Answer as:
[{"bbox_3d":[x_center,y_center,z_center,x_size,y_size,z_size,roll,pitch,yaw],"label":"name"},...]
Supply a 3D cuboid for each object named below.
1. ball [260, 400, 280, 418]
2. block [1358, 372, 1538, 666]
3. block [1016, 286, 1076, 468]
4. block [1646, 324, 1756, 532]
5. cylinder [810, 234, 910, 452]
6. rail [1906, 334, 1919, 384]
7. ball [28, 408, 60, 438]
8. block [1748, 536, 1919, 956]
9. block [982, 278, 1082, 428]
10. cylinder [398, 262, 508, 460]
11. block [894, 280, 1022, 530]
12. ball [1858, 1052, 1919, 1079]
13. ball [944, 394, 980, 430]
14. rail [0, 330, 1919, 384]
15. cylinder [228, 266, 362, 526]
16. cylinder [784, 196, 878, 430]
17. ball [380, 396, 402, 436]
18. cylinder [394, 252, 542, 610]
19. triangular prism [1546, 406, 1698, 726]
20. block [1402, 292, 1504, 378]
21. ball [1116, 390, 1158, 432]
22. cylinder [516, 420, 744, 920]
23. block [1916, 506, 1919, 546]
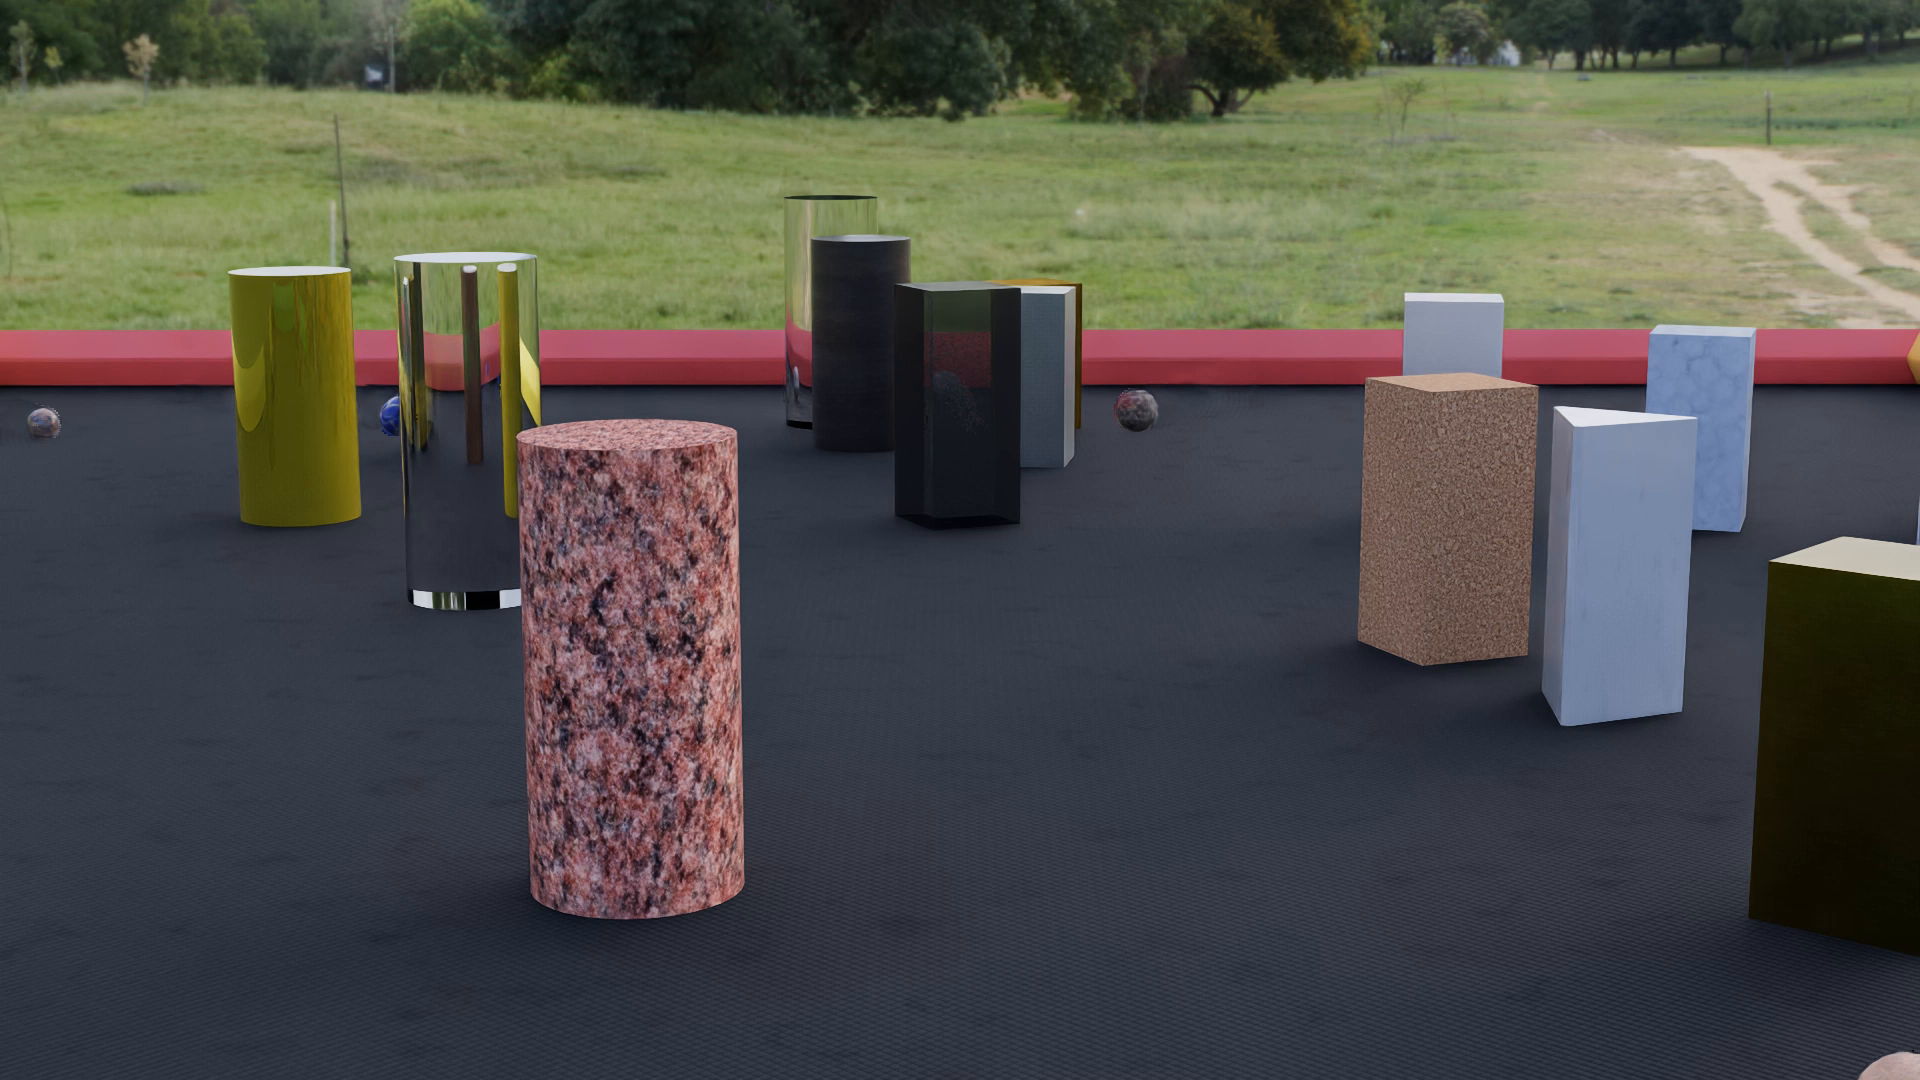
[{"bbox_3d":[-1.426,-0.271,5.307,0.041,0.041,0.041,0,11,0],"label":"ball"},{"bbox_3d":[0.607,-0.030,3.205,0.153,0.337,0.153,-4,11,-22],"label":"block"},{"bbox_3d":[0.126,-0.303,4.725,0.153,0.317,0.153,2,11,10],"label":"block"},{"bbox_3d":[1.180,-0.181,4.100,0.153,0.307,0.153,4,11,20],"label":"block"},{"bbox_3d":[-0.189,-0.378,4.912,0.191,0.397,0.191,0,11,0],"label":"cylinder"},{"bbox_3d":[2.189,0.030,3.462,0.045,0.124,4.918,0,11,0],"label":"rail"},{"bbox_3d":[-1.795,-0.228,5.025,0.060,0.060,0.060,0,11,0],"label":"ball"},{"bbox_3d":[0.788,0.170,2.192,0.153,0.314,0.153,9,14,40],"label":"block"},{"bbox_3d":[0.141,-0.374,5.178,0.153,0.292,0.153,-5,12,-27],"label":"block"},{"bbox_3d":[-0.951,-0.339,4.826,0.191,0.351,0.191,0,11,0],"label":"cylinder"},{"bbox_3d":[-0.005,-0.218,4.109,0.153,0.377,0.153,-5,12,-24],"label":"block"},{"bbox_3d":[0.636,0.381,1.720,0.073,0.073,0.073,0,11,0],"label":"ball"},{"bbox_3d":[0.005,-0.259,5.157,0.072,0.072,0.072,0,11,0],"label":"ball"},{"bbox_3d":[-0.014,-0.414,5.844,4.426,0.124,0.045,0,11,0],"label":"rail"},{"bbox_3d":[-1.071,-0.234,4.136,0.191,0.398,0.191,0,11,0],"label":"cylinder"},{"bbox_3d":[-0.260,-0.463,5.200,0.191,0.459,0.191,0,11,0],"label":"cylinder"},{"bbox_3d":[-1.102,-0.244,5.055,0.080,0.080,0.080,0,11,0],"label":"ball"},{"bbox_3d":[-0.667,-0.152,3.506,0.191,0.467,0.191,0,11,0],"label":"cylinder"},{"bbox_3d":[0.718,0.023,2.921,0.165,0.336,0.143,-5,12,-24],"label":"triangular prism"},{"bbox_3d":[0.785,-0.210,4.112,0.153,0.358,0.153,2,11,9],"label":"block"},{"bbox_3d":[0.354,-0.259,5.125,0.084,0.084,0.084,0,11,0],"label":"ball"},{"bbox_3d":[-0.289,0.109,2.266,0.191,0.408,0.191,0,11,0],"label":"cylinder"},{"bbox_3d":[1.546,-0.095,3.836,0.153,0.234,0.153,-1,11,-5],"label":"block"}]
